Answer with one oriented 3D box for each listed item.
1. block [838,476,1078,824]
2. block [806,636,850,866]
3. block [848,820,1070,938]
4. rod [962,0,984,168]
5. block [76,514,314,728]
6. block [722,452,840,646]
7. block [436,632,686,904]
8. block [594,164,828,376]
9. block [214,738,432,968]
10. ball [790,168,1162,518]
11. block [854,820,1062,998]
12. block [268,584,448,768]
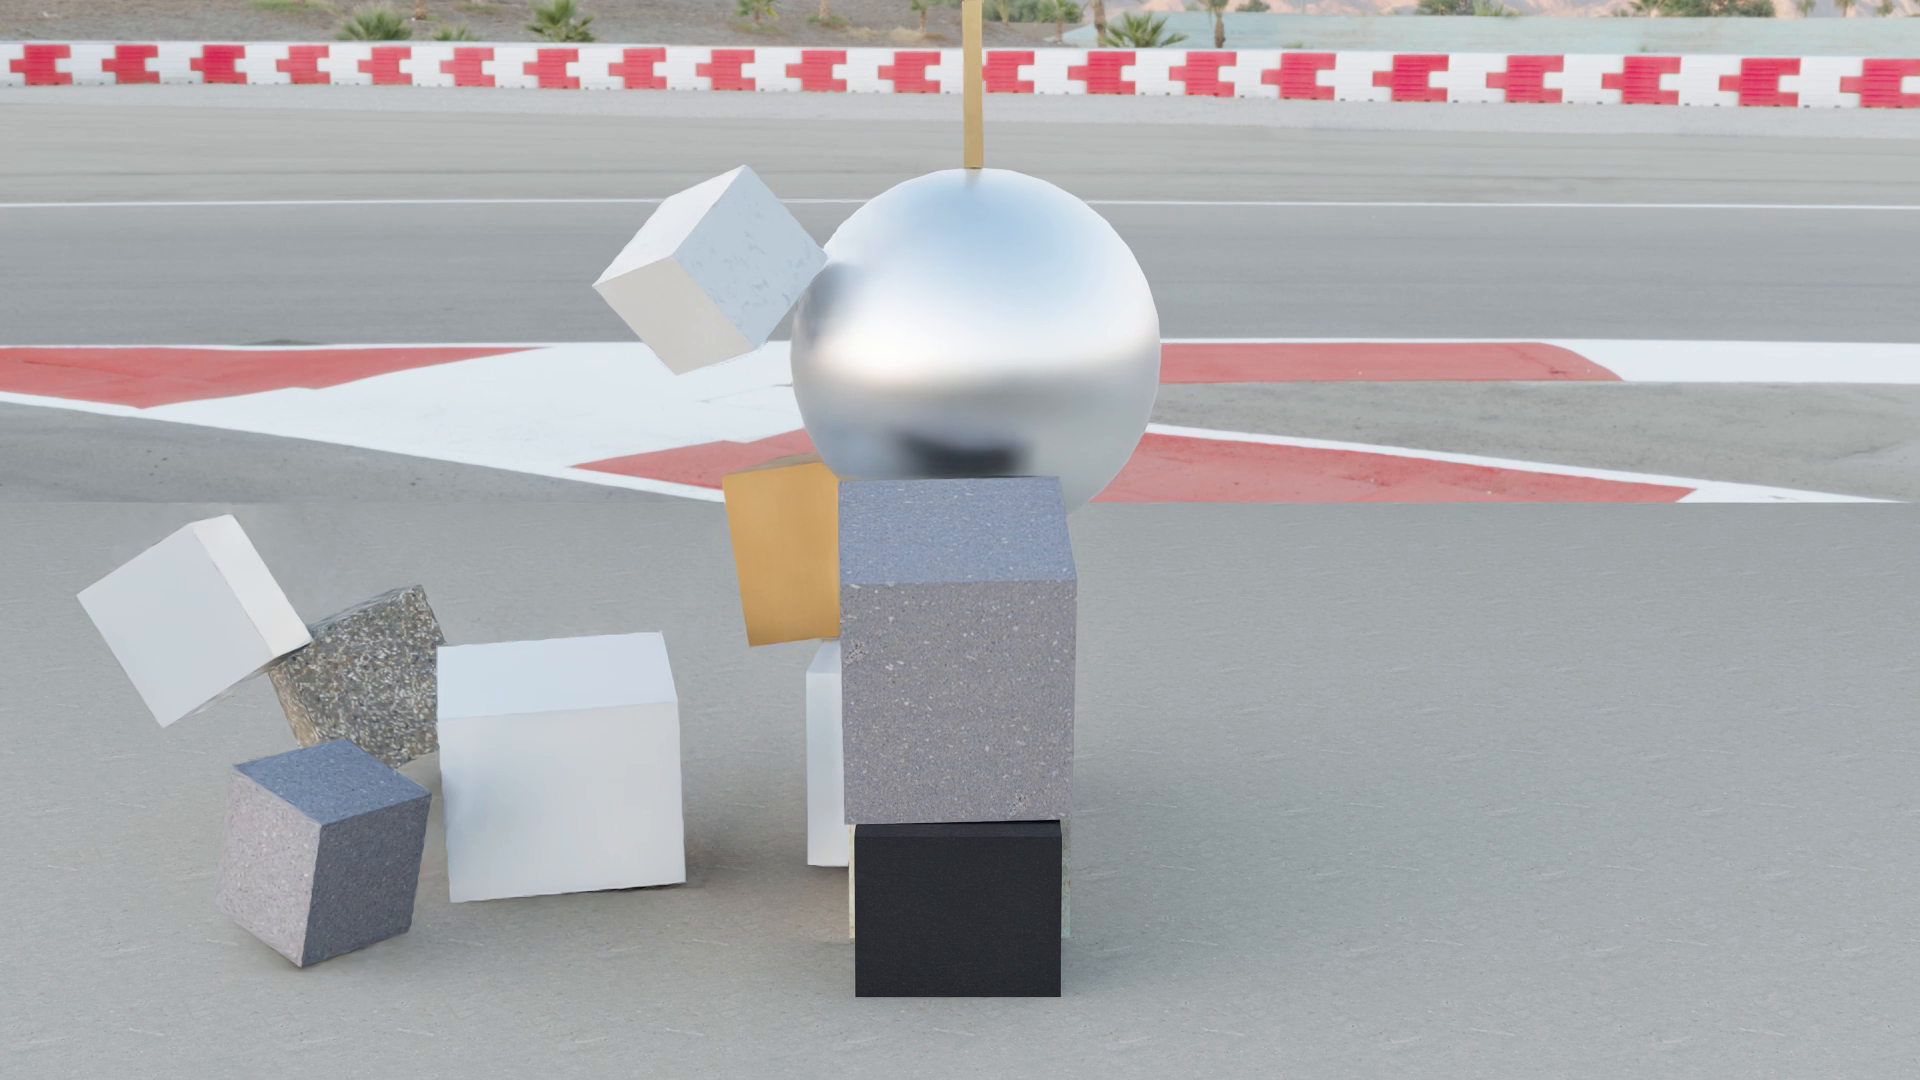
[{"bbox_3d":[-0.026,0.424,10.117,0.882,1.044,0.907,-1,26,-2],"label":"block"},{"bbox_3d":[-0.179,0.955,11.833,0.954,0.885,0.862,1,10,4],"label":"block"},{"bbox_3d":[0.001,1.172,10.905,0.906,0.791,0.854,0,10,0],"label":"block"},{"bbox_3d":[0.029,-4.141,10.427,0.080,5.200,0.080,-1,10,0],"label":"rod"},{"bbox_3d":[-3.477,0.360,11.710,0.606,0.704,0.627,-32,3,3],"label":"block"},{"bbox_3d":[-0.506,-0.019,12.440,0.917,0.815,1.021,-8,5,13],"label":"block"},{"bbox_3d":[-1.771,0.987,11.348,1.006,0.854,0.847,-4,19,-10],"label":"block"},{"bbox_3d":[-1.036,-1.113,10.659,0.623,0.526,0.564,-11,37,51],"label":"block"},{"bbox_3d":[-2.594,1.260,10.438,0.560,0.640,0.562,25,23,32],"label":"block"},{"bbox_3d":[0.067,-0.796,11.036,1.600,1.600,1.600,0,10,0],"label":"ball"},{"bbox_3d":[-0.007,1.385,10.155,0.792,0.642,0.679,0,10,0],"label":"block"},{"bbox_3d":[-2.901,0.723,12.575,0.731,0.760,0.706,-24,7,-23],"label":"block"}]
